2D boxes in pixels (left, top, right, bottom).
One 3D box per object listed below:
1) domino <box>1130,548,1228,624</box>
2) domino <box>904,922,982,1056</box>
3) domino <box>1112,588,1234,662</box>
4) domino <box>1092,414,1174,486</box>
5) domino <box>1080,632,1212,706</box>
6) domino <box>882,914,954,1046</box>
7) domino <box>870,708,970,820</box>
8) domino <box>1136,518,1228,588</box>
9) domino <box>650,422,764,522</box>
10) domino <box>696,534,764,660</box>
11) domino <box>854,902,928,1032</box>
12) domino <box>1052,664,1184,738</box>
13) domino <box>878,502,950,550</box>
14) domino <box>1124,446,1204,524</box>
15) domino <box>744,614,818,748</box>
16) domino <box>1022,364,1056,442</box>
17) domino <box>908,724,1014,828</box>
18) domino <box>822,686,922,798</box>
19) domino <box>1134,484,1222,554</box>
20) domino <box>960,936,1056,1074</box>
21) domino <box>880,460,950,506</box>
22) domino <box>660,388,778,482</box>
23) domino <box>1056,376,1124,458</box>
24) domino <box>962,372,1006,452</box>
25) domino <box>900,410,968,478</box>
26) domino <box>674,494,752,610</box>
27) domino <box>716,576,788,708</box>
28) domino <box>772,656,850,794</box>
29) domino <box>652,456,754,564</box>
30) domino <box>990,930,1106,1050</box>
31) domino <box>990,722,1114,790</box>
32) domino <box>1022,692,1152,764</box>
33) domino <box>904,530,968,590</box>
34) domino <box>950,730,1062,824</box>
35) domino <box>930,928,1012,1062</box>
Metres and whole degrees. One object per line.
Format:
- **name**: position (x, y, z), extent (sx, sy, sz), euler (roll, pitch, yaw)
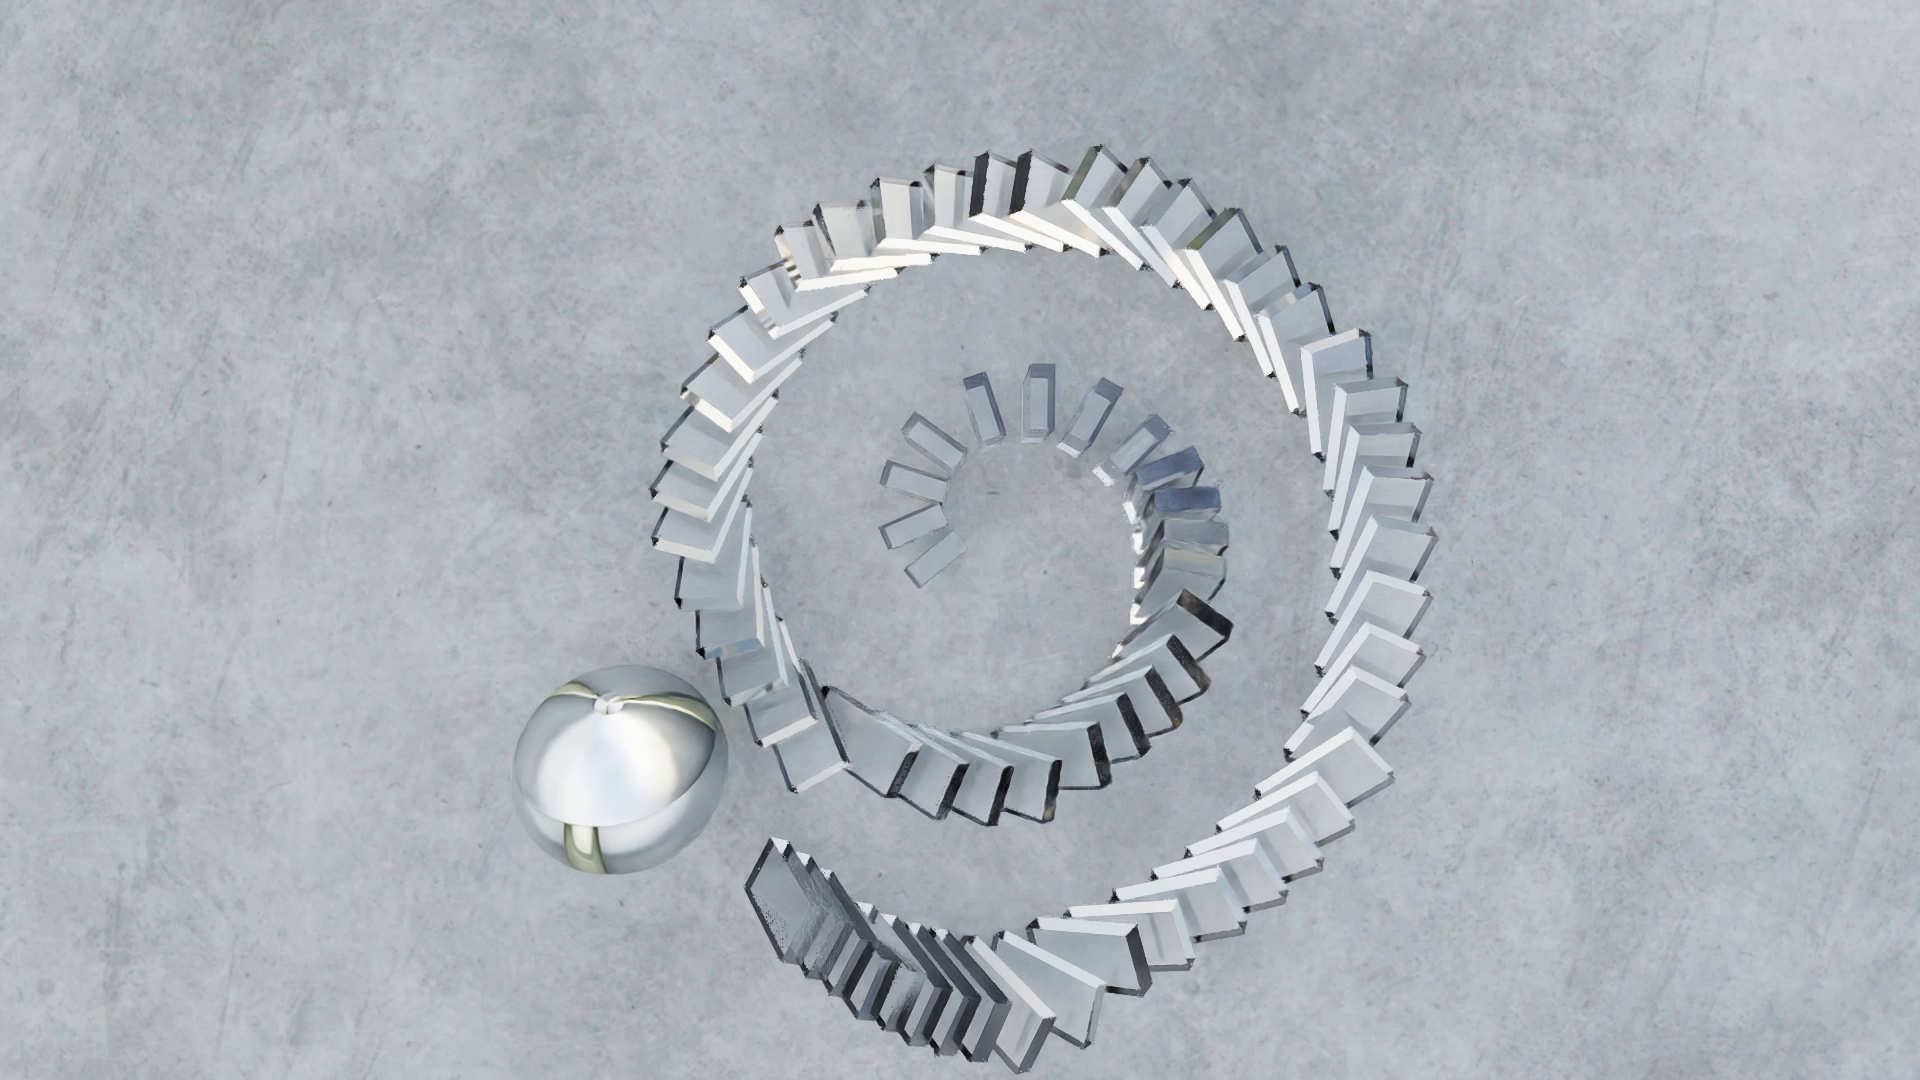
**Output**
- **domino**: position (0.089, 0.021, 0.376), extent (0.025, 0.050, 0.010), euler (10, 59, 0)
- **domino**: position (-0.013, 0.183, 0.377), extent (0.009, 0.050, 0.025), euler (25, 90, -34)
- **domino**: position (0.087, 0.042, 0.378), extent (0.025, 0.050, 0.009), euler (35, 49, 0)
- **domino**: position (0.070, -0.036, 0.375), extent (0.025, 0.050, 0.009), euler (-44, 89, 0)
- **domino**: position (0.076, 0.060, 0.380), extent (0.025, 0.010, 0.050), euler (51, 132, 0)
- **domino**: position (-0.024, 0.180, 0.377), extent (0.009, 0.050, 0.025), euler (25, 90, -34)
- **domino**: position (-0.022, 0.093, 0.382), extent (0.050, 0.009, 0.025), euler (23, 90, 33)
- **domino**: position (0.090, 0.007, 0.375), extent (0.025, 0.050, 0.010), euler (6, 65, 0)
- **domino**: position (-0.105, -0.033, 0.382), extent (0.025, 0.009, 0.050), euler (21, 57, 3)
- **domino**: position (-0.097, 0.023, 0.382), extent (0.025, 0.009, 0.050), euler (-12, 57, 0)
- **domino**: position (-0.034, 0.174, 0.376), extent (0.009, 0.050, 0.025), euler (25, 89, -34)
- **domino**: position (0.065, 0.072, 0.380), extent (0.050, 0.010, 0.025), euler (-30, 91, 41)
- **domino**: position (-0.018, -0.006, 0.375), extent (0.025, 0.050, 0.009), euler (-24, 90, 0)
- **domino**: position (0.082, -0.021, 0.375), extent (0.025, 0.050, 0.009), euler (-21, 75, 0)
- **domino**: position (-0.080, 0.058, 0.384), extent (0.025, 0.010, 0.050), euler (-26, 60, 0)
- **domino**: position (0.032, -0.055, 0.375), extent (0.010, 0.050, 0.025), euler (1, 90, 0)
- **domino**: position (-0.004, 0.097, 0.382), extent (0.050, 0.010, 0.025), euler (17, 90, 34)
- **domino**: position (-0.042, 0.084, 0.383), extent (0.050, 0.009, 0.025), euler (26, 90, 30)
- **domino**: position (0.088, -0.007, 0.375), extent (0.025, 0.050, 0.010), euler (-5, 70, 0)
- **domino**: position (0.014, 0.191, 0.378), extent (0.050, 0.010, 0.025), euler (29, 94, 44)
- **domino**: position (-0.018, -0.023, 0.375), extent (0.025, 0.050, 0.009), euler (17, 90, 0)
- **domino**: position (-0.099, -0.050, 0.382), extent (0.025, 0.009, 0.050), euler (26, 57, 4)
- **domino**: position (0.052, -0.049, 0.375), extent (0.010, 0.050, 0.025), euler (30, 90, 0)
- **domino**: position (0.009, -0.051, 0.375), extent (0.010, 0.050, 0.025), euler (-18, 90, 0)
- **domino**: position (-0.010, -0.038, 0.375), extent (0.025, 0.050, 0.010), euler (36, 90, 0)
- **domino**: position (-0.102, 0.005, 0.382), extent (0.025, 0.010, 0.050), euler (-3, 56, 0)
- **domino**: position (-0.089, 0.042, 0.382), extent (0.025, 0.010, 0.050), euler (-20, 57, 1)
- **domino**: position (-0.067, 0.077, 0.383), extent (0.025, 0.009, 0.050), euler (-30, 61, 3)
- **domino**: position (-0.106, -0.016, 0.382), extent (0.025, 0.010, 0.050), euler (14, 57, 0)
- **domino**: position (0.034, 0.186, 0.381), extent (0.050, 0.009, 0.025), euler (12, 90, 36)
- **domino**: position (0.037, 0.090, 0.380), extent (0.050, 0.010, 0.025), euler (-13, 90, 41)
- **domino**: position (0.052, 0.081, 0.380), extent (0.050, 0.010, 0.025), euler (-24, 90, 41)
- **domino**: position (-0.009, 0.007, 0.375), extent (0.025, 0.050, 0.009), euler (-39, 90, 0)
- **domino**: position (0.017, 0.098, 0.381), extent (0.050, 0.009, 0.025), euler (8, 90, 37)
- **domino**: position (-0.001, 0.186, 0.377), extent (0.010, 0.050, 0.025), euler (24, 90, -35)
